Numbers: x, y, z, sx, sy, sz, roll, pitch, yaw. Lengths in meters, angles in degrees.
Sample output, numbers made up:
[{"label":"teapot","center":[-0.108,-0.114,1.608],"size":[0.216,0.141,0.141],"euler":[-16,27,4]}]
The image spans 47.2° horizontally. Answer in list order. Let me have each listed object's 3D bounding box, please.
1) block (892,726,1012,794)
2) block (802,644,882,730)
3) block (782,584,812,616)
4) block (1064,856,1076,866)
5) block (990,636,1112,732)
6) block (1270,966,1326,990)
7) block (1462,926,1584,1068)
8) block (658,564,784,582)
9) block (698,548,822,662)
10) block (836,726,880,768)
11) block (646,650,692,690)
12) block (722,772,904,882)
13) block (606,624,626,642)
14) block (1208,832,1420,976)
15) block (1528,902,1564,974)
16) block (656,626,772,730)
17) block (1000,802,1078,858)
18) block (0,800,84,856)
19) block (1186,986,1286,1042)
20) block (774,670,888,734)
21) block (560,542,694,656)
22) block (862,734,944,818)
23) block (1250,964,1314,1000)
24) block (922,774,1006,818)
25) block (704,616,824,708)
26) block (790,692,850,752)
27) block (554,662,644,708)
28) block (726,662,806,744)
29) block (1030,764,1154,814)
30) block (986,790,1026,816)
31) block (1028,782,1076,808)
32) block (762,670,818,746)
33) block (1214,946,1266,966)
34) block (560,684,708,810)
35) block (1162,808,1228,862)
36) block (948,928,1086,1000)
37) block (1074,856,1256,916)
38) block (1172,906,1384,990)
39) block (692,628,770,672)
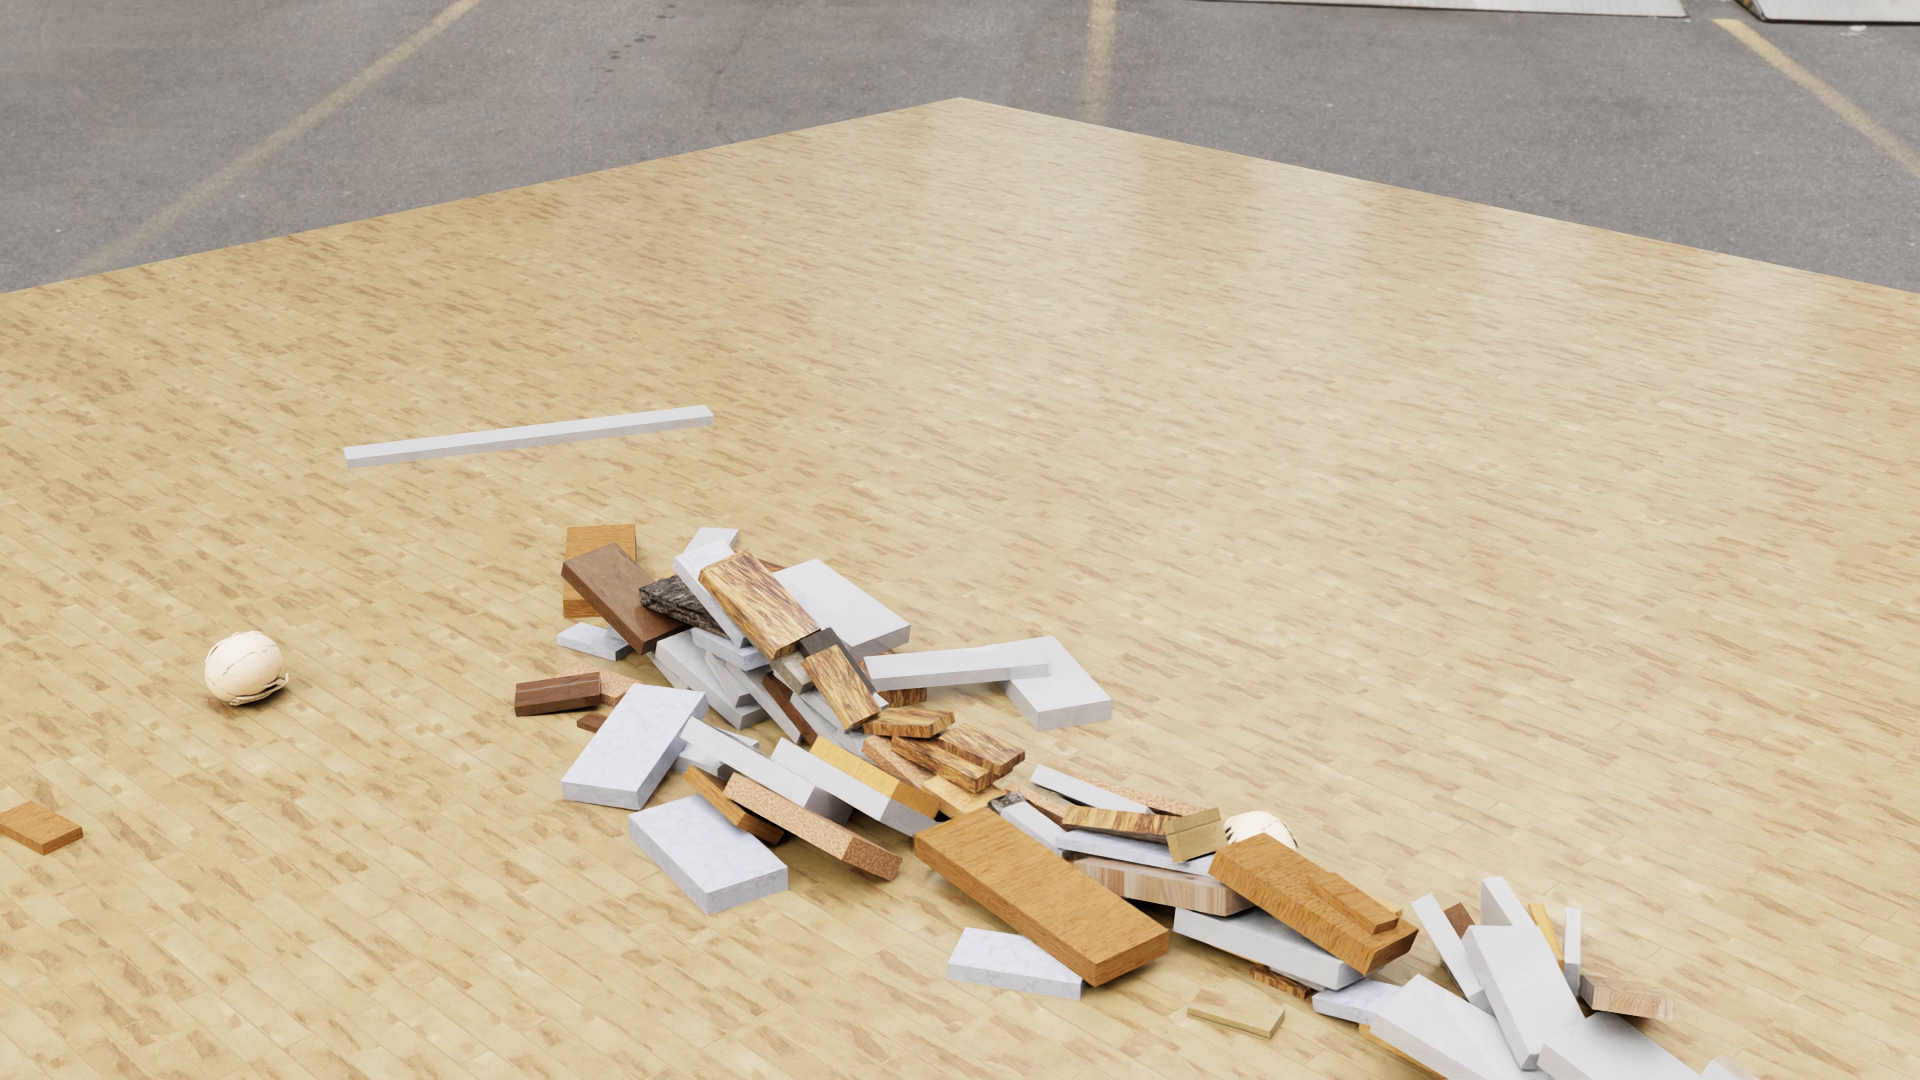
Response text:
[{"label":"block","center":[-0.016,0.435,4.470],"size":[0.229,0.033,0.115],"euler":[23,33,36]},{"label":"block","center":[-0.246,0.305,4.559],"size":[0.086,0.024,0.172],"euler":[-23,69,-38]},{"label":"block","center":[-0.410,0.155,4.981],"size":[0.113,0.032,0.225],"euler":[-7,19,-12]},{"label":"block","center":[0.191,0.628,4.211],"size":[0.076,0.021,0.151],"euler":[0,29,-27]},{"label":"block","center":[0.192,0.320,4.945],"size":[0.174,0.049,0.347],"euler":[-8,24,-18]},{"label":"block","center":[0.612,0.765,3.894],"size":[0.113,0.016,0.056],"euler":[18,22,37]},{"label":"block","center":[0.938,0.750,3.620],"size":[0.134,0.038,0.267],"euler":[4,38,-17]},{"label":"block","center":[-0.534,0.113,5.308],"size":[0.348,0.049,0.174],"euler":[10,28,24]},{"label":"block","center":[-0.425,0.136,4.665],"size":[0.128,0.036,0.257],"euler":[-26,61,-39]},{"label":"block","center":[-0.138,0.449,4.569],"size":[0.118,0.033,0.236],"euler":[-20,48,-39]},{"label":"block","center":[-0.649,0.228,5.026],"size":[0.149,0.042,0.298],"euler":[-20,53,-39]},{"label":"block","center":[-0.287,0.555,4.261],"size":[0.339,0.048,0.170],"euler":[22,-8,39]},{"label":"block","center":[-0.722,0.222,5.154],"size":[0.186,0.026,0.093],"euler":[20,28,14]},{"label":"block","center":[0.627,0.641,3.907],"size":[0.339,0.048,0.170],"euler":[31,23,31]},{"label":"block","center":[1.039,0.734,3.914],"size":[0.026,0.091,0.182],"euler":[1,23,2]},{"label":"block","center":[-0.526,0.300,4.895],"size":[0.149,0.042,0.298],"euler":[-22,47,-41]},{"label":"block","center":[0.157,0.563,4.258],"size":[0.151,0.021,0.076],"euler":[34,24,27]},{"label":"block","center":[-1.838,0.573,4.379],"size":[0.176,0.025,0.088],"euler":[16,28,33]},{"label":"block","center":[0.477,0.818,3.805],"size":[0.151,0.021,0.076],"euler":[12,26,26]},{"label":"block","center":[-0.274,0.316,4.656],"size":[0.118,0.033,0.236],"euler":[-20,44,-39]},{"label":"block","center":[-0.760,0.131,5.026],"size":[0.149,0.042,0.298],"euler":[-24,56,-41]},{"label":"block","center":[-0.082,0.468,4.507],"size":[0.115,0.033,0.230],"euler":[-22,49,-40]},{"label":"block","center":[0.577,0.778,3.907],"size":[0.112,0.016,0.056],"euler":[17,29,35]},{"label":"block","center":[0.044,0.535,4.388],"size":[0.230,0.033,0.115],"euler":[32,38,30]},{"label":"block","center":[-0.405,0.268,4.870],"size":[0.283,0.040,0.142],"euler":[-16,56,-33]},{"label":"block","center":[-0.242,0.394,4.657],"size":[0.118,0.033,0.236],"euler":[-20,57,-39]},{"label":"block","center":[-0.815,0.326,4.958],"size":[0.186,0.026,0.093],"euler":[15,27,31]},{"label":"block","center":[-0.384,0.323,4.773],"size":[0.122,0.035,0.244],"euler":[-28,64,-39]},{"label":"block","center":[0.281,0.527,4.363],"size":[0.268,0.134,0.038],"euler":[18,74,37]},{"label":"block","center":[0.124,0.564,4.312],"size":[0.076,0.021,0.151],"euler":[-14,54,-36]},{"label":"block","center":[0.207,0.542,4.382],"size":[0.161,0.081,0.023],"euler":[22,66,41]},{"label":"block","center":[-0.304,0.365,4.712],"size":[0.122,0.035,0.244],"euler":[-20,59,-39]},{"label":"block","center":[0.516,0.736,3.961],"size":[0.113,0.016,0.056],"euler":[15,14,41]},{"label":"block","center":[-0.676,0.429,4.601],"size":[0.172,0.049,0.344],"euler":[5,34,19]},{"label":"block","center":[0.435,0.543,4.057],"size":[0.021,0.076,0.151],"euler":[-20,-9,40]},{"label":"block","center":[0.110,0.757,3.933],"size":[0.241,0.034,0.121],"euler":[6,24,14]},{"label":"block","center":[0.397,0.630,4.076],"size":[0.339,0.048,0.170],"euler":[4,7,40]},{"label":"block","center":[0.572,0.712,3.944],"size":[0.339,0.048,0.170],"euler":[14,13,38]},{"label":"block","center":[-0.472,0.220,4.774],"size":[0.122,0.035,0.244],"euler":[-18,21,-29]}]
